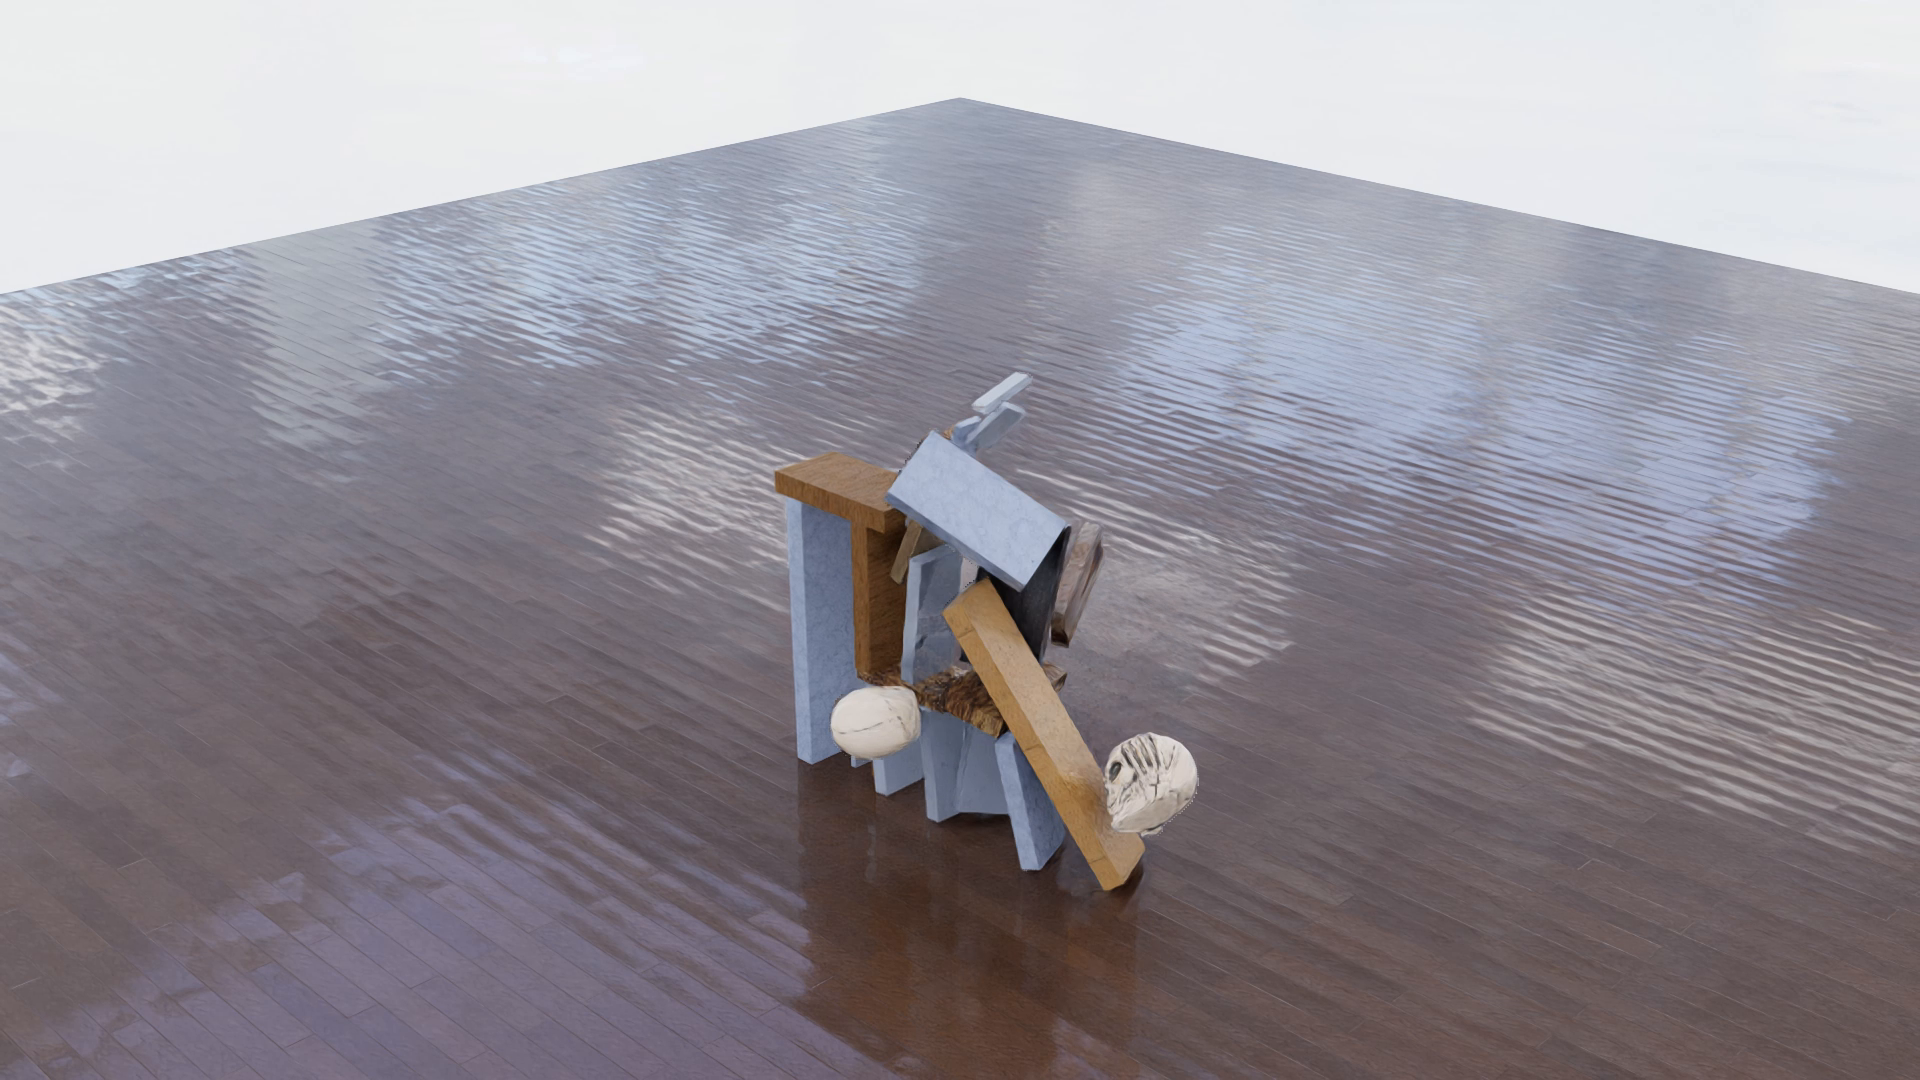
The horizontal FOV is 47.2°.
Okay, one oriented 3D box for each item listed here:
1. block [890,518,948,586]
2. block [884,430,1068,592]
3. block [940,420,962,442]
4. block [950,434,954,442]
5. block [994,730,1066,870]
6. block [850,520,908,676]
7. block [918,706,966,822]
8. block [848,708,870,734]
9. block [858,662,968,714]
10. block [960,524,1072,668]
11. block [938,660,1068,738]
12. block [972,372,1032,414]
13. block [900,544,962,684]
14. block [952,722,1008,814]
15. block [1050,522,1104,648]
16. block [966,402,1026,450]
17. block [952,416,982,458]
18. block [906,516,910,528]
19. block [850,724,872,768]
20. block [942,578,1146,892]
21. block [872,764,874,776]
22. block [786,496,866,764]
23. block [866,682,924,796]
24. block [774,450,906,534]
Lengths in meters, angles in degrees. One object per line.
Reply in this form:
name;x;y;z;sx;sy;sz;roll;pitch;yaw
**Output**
block;-0.052;-0.022;4.306;0.118;0.237;0.034;-20;53;-41
block;0.030;-0.054;4.119;0.309;0.044;0.154;35;67;0
block;-0.033;-0.181;4.278;0.116;0.058;0.016;-36;63;1
block;-0.005;-0.153;4.281;0.058;0.116;0.016;-11;37;-43
block;0.137;0.488;4.262;0.038;0.270;0.135;-3;19;28
block;-0.140;0.094;4.419;0.046;0.321;0.161;20;30;41
block;-0.019;0.434;4.426;0.120;0.240;0.034;-19;23;-38
block;-0.183;0.383;4.587;0.099;0.014;0.049;21;31;41
block;-0.081;0.279;4.437;0.240;0.034;0.120;19;30;39
block;0.107;0.103;4.270;0.154;0.309;0.044;14;12;15
block;0.087;0.291;4.301;0.135;0.038;0.270;27;30;21
block;0.079;-0.280;4.194;0.110;0.016;0.055;-36;23;-15
block;-0.056;0.146;4.357;0.034;0.271;0.118;27;34;36
block;0.076;0.414;4.406;0.135;0.270;0.038;6;12;-21
block;0.239;0.093;4.523;0.034;0.118;0.237;12;54;17
block;0.069;-0.218;4.203;0.055;0.110;0.016;16;42;-44
block;0.008;-0.182;4.240;0.055;0.110;0.016;-21;46;-36
block;-0.074;-0.083;4.289;0.016;0.116;0.058;25;27;39
block;-0.207;0.426;4.631;0.014;0.099;0.049;21;31;41
block;0.164;0.368;4.193;0.044;0.617;0.154;-27;7;27
block;-0.160;0.444;4.588;0.014;0.099;0.049;21;31;41
block;-0.276;0.170;4.597;0.161;0.596;0.046;-21;30;-41
block;-0.129;0.392;4.526;0.120;0.240;0.034;-21;25;-41
block;-0.204;-0.098;4.406;0.321;0.046;0.161;21;30;41
